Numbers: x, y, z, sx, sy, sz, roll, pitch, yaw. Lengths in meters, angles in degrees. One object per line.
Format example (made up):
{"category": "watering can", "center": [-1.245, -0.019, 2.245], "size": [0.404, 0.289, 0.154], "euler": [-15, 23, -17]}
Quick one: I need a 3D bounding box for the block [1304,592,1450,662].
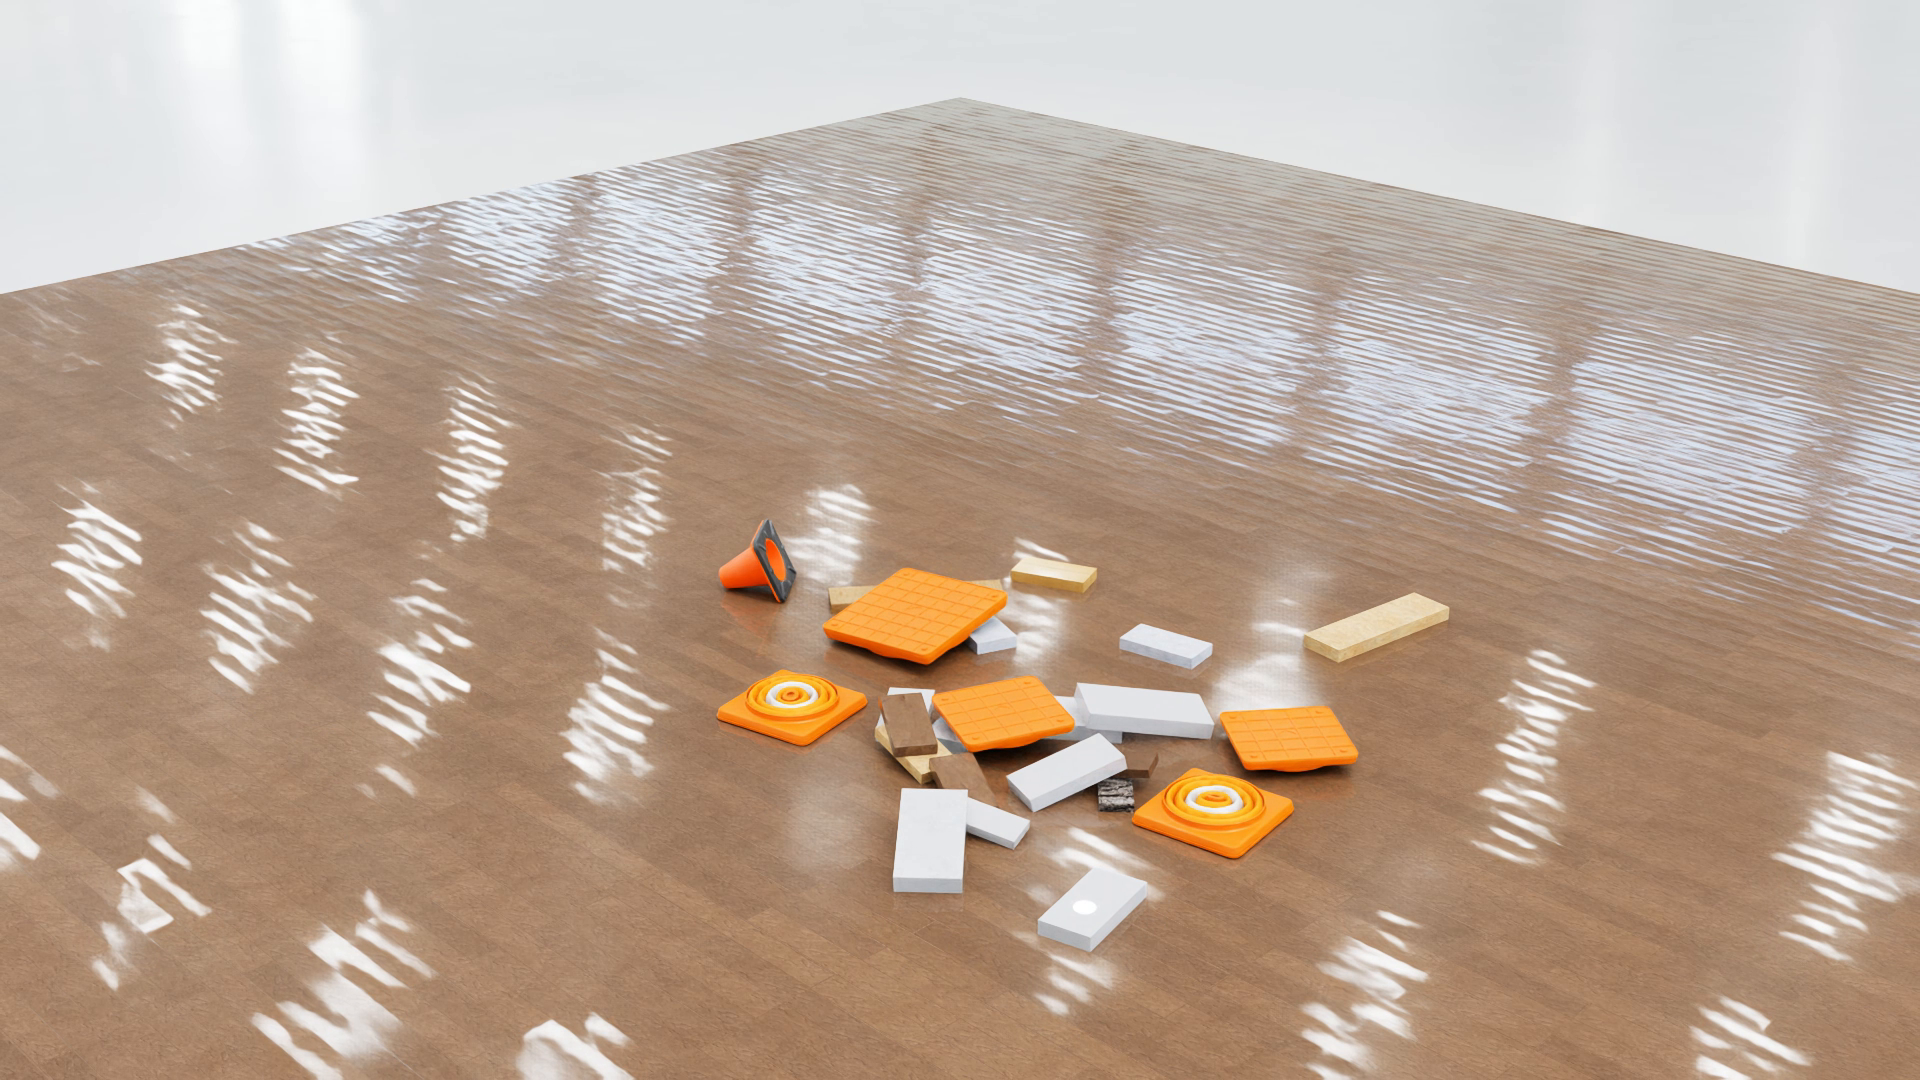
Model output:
{"category": "block", "center": [0.993, 0.206, 5.235], "size": [0.385, 0.031, 0.111], "euler": [-17, 28, -35]}

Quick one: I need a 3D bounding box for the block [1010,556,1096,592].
{"category": "block", "center": [0.236, 0.086, 5.523], "size": [0.193, 0.027, 0.097], "euler": [10, 25, 21]}

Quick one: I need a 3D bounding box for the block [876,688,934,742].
{"category": "block", "center": [-0.119, 0.384, 4.819], "size": [0.101, 0.029, 0.202], "euler": [3, 23, 6]}

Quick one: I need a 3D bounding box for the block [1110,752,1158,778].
{"category": "block", "center": [0.334, 0.466, 4.562], "size": [0.143, 0.020, 0.072], "euler": [-1, 24, 23]}

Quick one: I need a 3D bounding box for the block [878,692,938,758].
{"category": "block", "center": [-0.110, 0.392, 4.672], "size": [0.093, 0.026, 0.185], "euler": [-4, 33, -11]}

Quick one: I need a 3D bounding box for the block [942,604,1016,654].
{"category": "block", "center": [0.045, 0.210, 5.229], "size": [0.101, 0.029, 0.202], "euler": [-10, 25, -22]}

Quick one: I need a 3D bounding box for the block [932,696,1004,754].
{"category": "block", "center": [0.008, 0.402, 4.777], "size": [0.101, 0.029, 0.202], "euler": [11, 25, 23]}

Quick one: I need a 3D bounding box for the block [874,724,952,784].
{"category": "block", "center": [-0.092, 0.441, 4.645], "size": [0.093, 0.026, 0.185], "euler": [-17, 37, -29]}

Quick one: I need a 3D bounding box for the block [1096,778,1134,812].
{"category": "block", "center": [0.319, 0.515, 4.522], "size": [0.072, 0.020, 0.143], "euler": [0, 23, 1]}

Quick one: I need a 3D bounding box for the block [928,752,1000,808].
{"category": "block", "center": [0.007, 0.505, 4.501], "size": [0.093, 0.026, 0.185], "euler": [-7, 33, -16]}

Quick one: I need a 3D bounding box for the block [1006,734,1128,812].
{"category": "block", "center": [0.220, 0.478, 4.528], "size": [0.221, 0.031, 0.111], "euler": [-23, 29, -16]}

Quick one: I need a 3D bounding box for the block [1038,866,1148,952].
{"category": "block", "center": [0.248, 0.686, 4.103], "size": [0.111, 0.031, 0.221], "euler": [14, 27, 29]}

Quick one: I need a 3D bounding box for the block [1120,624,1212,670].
{"category": "block", "center": [0.481, 0.248, 5.141], "size": [0.194, 0.027, 0.097], "euler": [15, 27, 32]}

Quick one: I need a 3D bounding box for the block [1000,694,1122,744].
{"category": "block", "center": [0.226, 0.389, 4.797], "size": [0.262, 0.037, 0.131], "euler": [3, 23, 7]}

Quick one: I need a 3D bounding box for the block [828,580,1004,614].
{"category": "block", "center": [-0.107, 0.140, 5.397], "size": [0.424, 0.027, 0.097], "euler": [-3, 23, -6]}

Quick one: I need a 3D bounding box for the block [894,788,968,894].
{"category": "block", "center": [-0.056, 0.583, 4.280], "size": [0.131, 0.037, 0.262], "euler": [1, 33, 2]}

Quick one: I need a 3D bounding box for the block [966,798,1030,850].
{"category": "block", "center": [0.059, 0.562, 4.371], "size": [0.143, 0.020, 0.072], "euler": [18, 38, 21]}

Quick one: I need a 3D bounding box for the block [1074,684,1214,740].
{"category": "block", "center": [0.398, 0.371, 4.765], "size": [0.280, 0.037, 0.131], "euler": [6, 25, -13]}
